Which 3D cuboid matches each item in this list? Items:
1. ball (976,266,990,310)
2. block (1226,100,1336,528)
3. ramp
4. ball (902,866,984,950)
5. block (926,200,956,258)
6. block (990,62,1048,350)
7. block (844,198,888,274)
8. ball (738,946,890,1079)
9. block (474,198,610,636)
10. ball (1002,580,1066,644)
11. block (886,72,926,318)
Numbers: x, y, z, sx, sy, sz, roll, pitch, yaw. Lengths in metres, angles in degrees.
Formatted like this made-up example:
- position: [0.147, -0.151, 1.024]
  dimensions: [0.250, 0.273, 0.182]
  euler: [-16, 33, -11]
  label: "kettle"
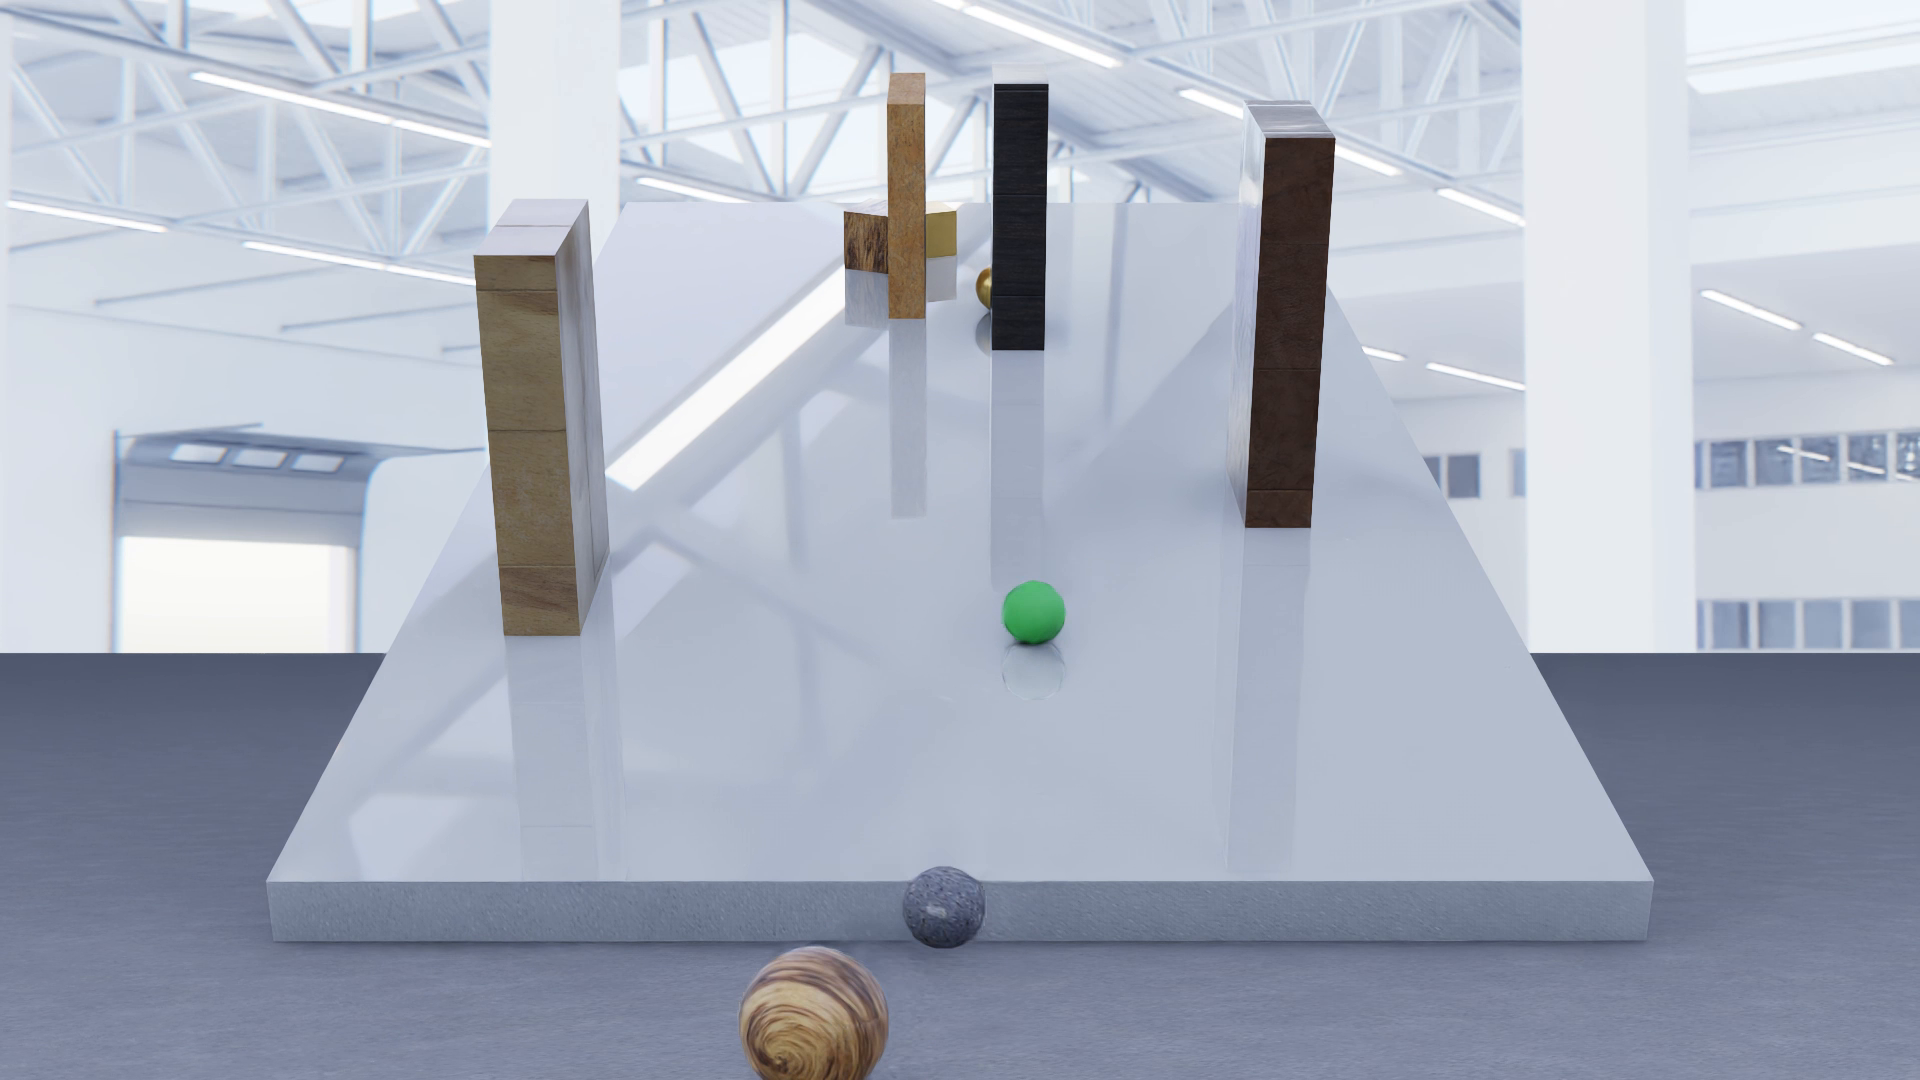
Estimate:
- position: [0.104, -0.651, 5.929]
  dimensions: [0.127, 0.127, 0.127]
  euler: [0, -3, 0]
  label: "ball"
- position: [0.632, -0.452, 4.585]
  dimensions: [0.131, 0.781, 0.346]
  euler: [0, 22, 0]
  label: "block"
- position: [-0.007, -0.223, 5.184]
  dimensions: [2.000, 0.100, 4.000]
  euler: [0, 22, 0]
  label: "ramp"
- position: [-0.022, 0.504, 3.153]
  dimensions: [0.112, 0.112, 0.112]
  euler: [0, -3, 0]
  label: "ball"
- position: [-0.093, -0.871, 6.462]
  dimensions: [0.128, 0.128, 0.128]
  euler: [-9, 24, -21]
  label: "block"
- position: [0.143, -0.819, 5.645]
  dimensions: [0.129, 0.654, 0.272]
  euler: [0, 22, 0]
  label: "block"
- position: [-0.211, -0.836, 6.332]
  dimensions: [0.161, 0.161, 0.161]
  euler: [10, 24, 23]
  label: "block"
- position: [-0.138, 0.458, 2.185]
  dimensions: [0.143, 0.143, 0.143]
  euler: [0, -3, 0]
  label: "ball"
- position: [-0.744, -0.225, 4.140]
  dimensions: [0.135, 0.696, 0.386]
  euler: [0, 22, 0]
  label: "block"
- position: [0.130, 0.128, 4.053]
  dimensions: [0.112, 0.112, 0.112]
  euler: [0, -3, 0]
  label: "ball"
- position: [-0.136, -0.898, 5.971]
  dimensions: [0.092, 0.550, 0.406]
  euler: [0, 22, 0]
  label: "block"
